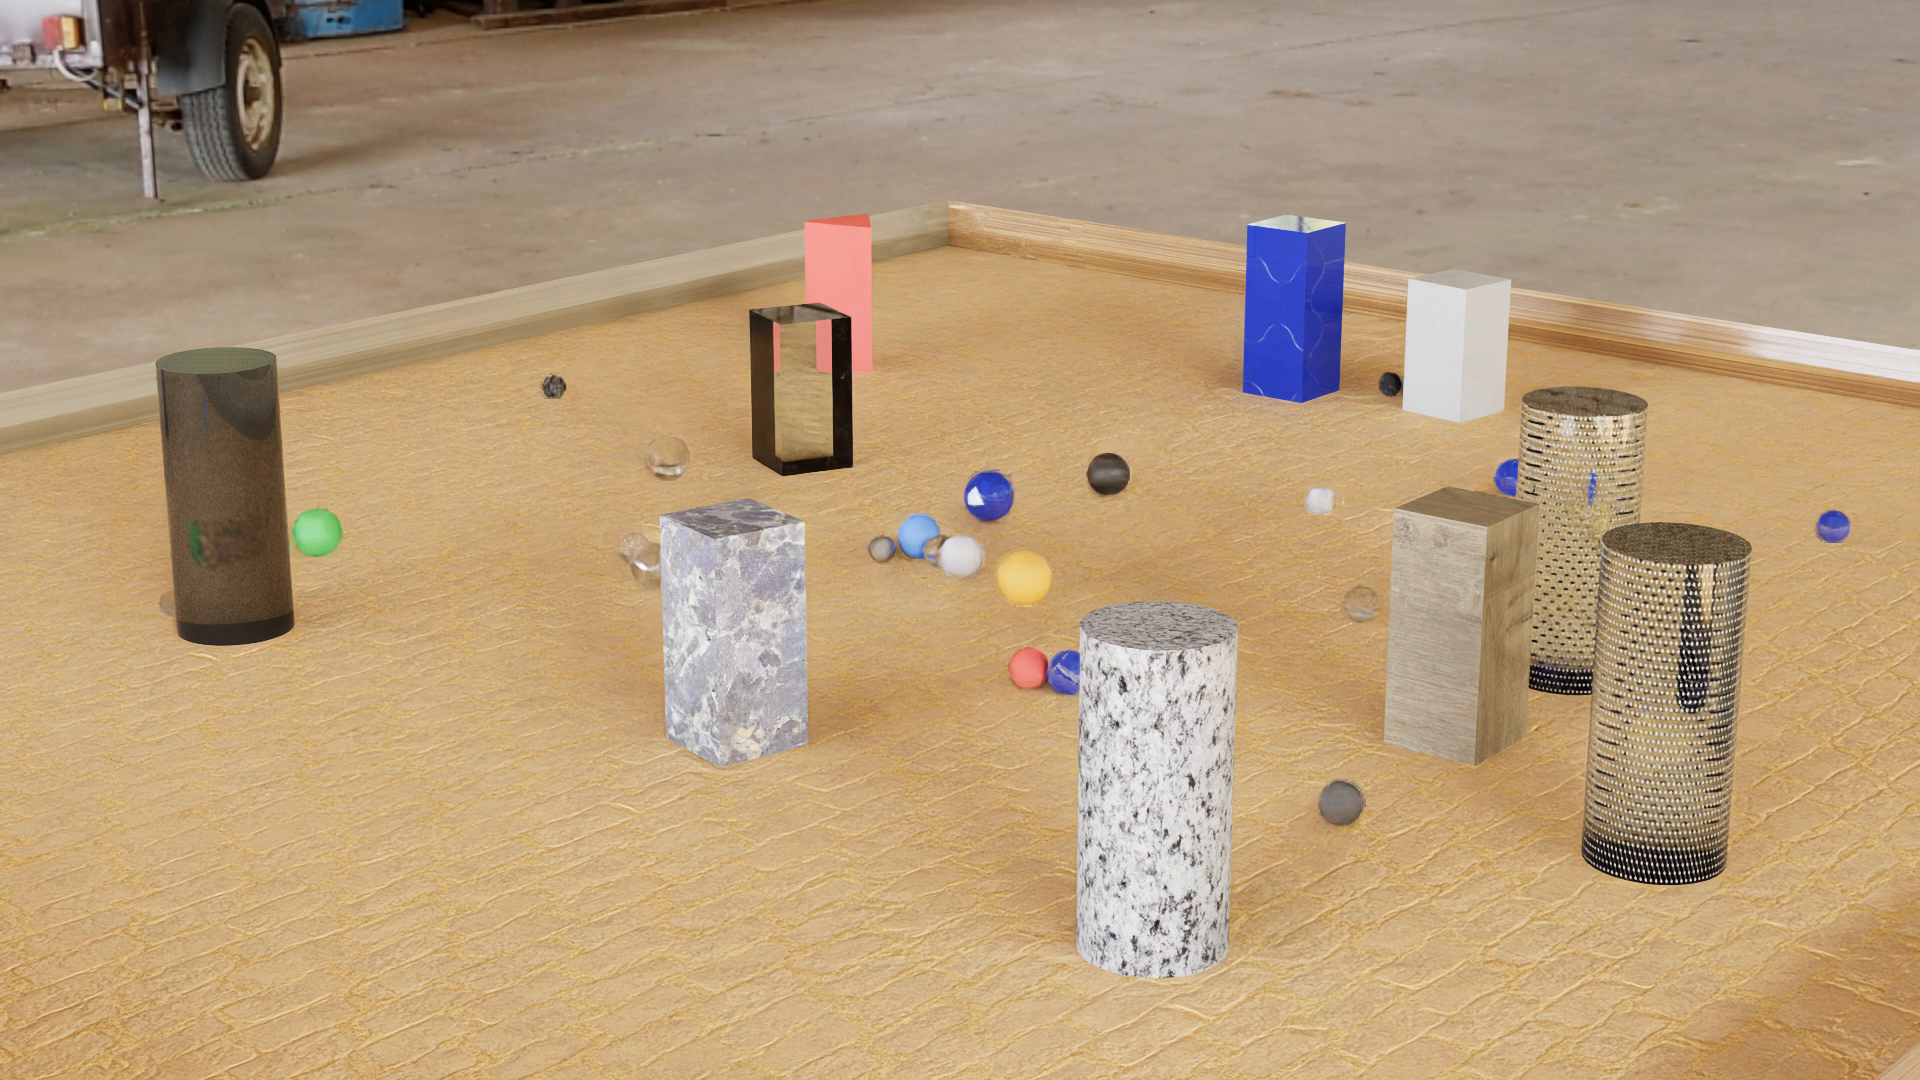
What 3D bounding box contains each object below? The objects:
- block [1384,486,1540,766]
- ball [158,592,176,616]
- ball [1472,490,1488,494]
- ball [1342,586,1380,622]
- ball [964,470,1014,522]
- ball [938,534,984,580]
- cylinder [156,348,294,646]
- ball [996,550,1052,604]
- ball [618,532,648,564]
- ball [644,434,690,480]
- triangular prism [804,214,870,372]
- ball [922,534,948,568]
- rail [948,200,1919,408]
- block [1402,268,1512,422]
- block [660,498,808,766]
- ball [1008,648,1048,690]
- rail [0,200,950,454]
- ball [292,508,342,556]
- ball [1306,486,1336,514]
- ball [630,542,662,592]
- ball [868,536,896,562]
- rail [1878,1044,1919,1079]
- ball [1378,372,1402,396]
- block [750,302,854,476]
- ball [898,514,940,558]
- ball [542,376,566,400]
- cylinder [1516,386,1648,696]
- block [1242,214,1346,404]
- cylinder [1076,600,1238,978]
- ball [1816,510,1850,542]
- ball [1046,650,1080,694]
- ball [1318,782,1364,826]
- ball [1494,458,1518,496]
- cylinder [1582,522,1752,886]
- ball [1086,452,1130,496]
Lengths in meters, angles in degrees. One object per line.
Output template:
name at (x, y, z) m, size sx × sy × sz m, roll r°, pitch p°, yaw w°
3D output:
block at (0.750, 0.127, 4.388) m, size 0.155 × 0.369 × 0.155 m, roll 13°, pitch 21°, yaw 37°
ball at (-1.338, 0.107, 4.974) m, size 0.041 × 0.041 × 0.041 m, roll 0°, pitch 17°, yaw 0°
ball at (0.953, -0.045, 5.429) m, size 0.096 × 0.096 × 0.096 m, roll 0°, pitch 17°, yaw 0°
ball at (0.681, 0.108, 4.980) m, size 0.062 × 0.062 × 0.062 m, roll 0°, pitch 17°, yaw 0°
ball at (0.056, -0.083, 5.554) m, size 0.097 × 0.097 × 0.097 m, roll 0°, pitch 17°, yaw 0°
ball at (0.003, 0.030, 5.208) m, size 0.081 × 0.081 × 0.081 m, roll 0°, pitch 17°, yaw 0°
cylinder at (-1.224, -0.074, 4.891) m, size 0.194 × 0.463 × 0.194 m, roll 0°, pitch 17°, yaw 0°
ball at (0.111, 0.064, 5.068) m, size 0.096 × 0.096 × 0.096 m, roll 0°, pitch 17°, yaw 0°
ball at (-0.588, 0.016, 5.292) m, size 0.059 × 0.059 × 0.059 m, roll 0°, pitch 17°, yaw 0°
ball at (-0.582, -0.164, 5.830) m, size 0.092 × 0.092 × 0.092 m, roll 0°, pitch 17°, yaw 0°
triangular prism at (-0.248, -0.574, 6.766) m, size 0.168 × 0.337 × 0.146 m, roll 8°, pitch 19°, yaw 25°
ball at (-0.037, 0.020, 5.278) m, size 0.060 × 0.060 × 0.060 m, roll 0°, pitch 17°, yaw 0°
rail at (1.536, -0.479, 6.814) m, size 4.199 × 0.126 × 0.045 m, roll 14°, pitch 22°, yaw 39°
block at (1.073, -0.421, 6.340) m, size 0.155 × 0.291 × 0.155 m, roll -15°, pitch 22°, yaw -41°
block at (-0.337, 0.136, 4.387) m, size 0.155 × 0.352 × 0.155 m, roll -12°, pitch 20°, yaw -34°
ball at (0.109, 0.204, 4.657) m, size 0.066 × 0.066 × 0.066 m, roll 0°, pitch 17°, yaw 0°
rail at (-1.567, -0.361, 6.423) m, size 0.045 × 0.126 × 4.734 m, roll 14°, pitch 22°, yaw 39°
ball at (-1.171, -0.014, 5.341) m, size 0.089 × 0.089 × 0.089 m, roll 0°, pitch 17°, yaw 0°
ball at (0.689, -0.076, 5.604) m, size 0.054 × 0.054 × 0.054 m, roll 0°, pitch 17°, yaw 0°
ball at (-0.536, 0.047, 5.143) m, size 0.086 × 0.086 × 0.086 m, roll 0°, pitch 17°, yaw 0°
ball at (-0.141, 0.017, 5.306) m, size 0.049 × 0.049 × 0.049 m, roll 0°, pitch 17°, yaw 0°
rail at (1.567, 0.425, 3.817) m, size 0.045 × 0.126 × 4.734 m, roll 14°, pitch 22°, yaw 39°
ball at (0.952, -0.345, 6.500) m, size 0.053 × 0.053 × 0.053 m, roll 0°, pitch 17°, yaw 0°
block at (-0.321, -0.306, 5.924) m, size 0.155 × 0.310 × 0.155 m, roll -8°, pitch 19°, yaw -25°
ball at (-0.074, -0.006, 5.330) m, size 0.079 × 0.079 × 0.079 m, roll 0°, pitch 17°, yaw 0°
ball at (-0.896, -0.337, 6.474) m, size 0.052 × 0.052 × 0.052 m, roll 0°, pitch 17°, yaw 0°
cylinder at (0.979, 0.000, 4.660) m, size 0.194 × 0.454 × 0.194 m, roll 0°, pitch 17°, yaw 0°
block at (0.739, -0.513, 6.493) m, size 0.155 × 0.379 × 0.155 m, roll 13°, pitch 21°, yaw 37°
cylinder at (0.245, 0.311, 3.673) m, size 0.194 × 0.430 × 0.194 m, roll 0°, pitch 17°, yaw 0°
ball at (1.617, -0.025, 5.426) m, size 0.061 × 0.061 × 0.061 m, roll 0°, pitch 17°, yaw 0°
ball at (0.173, 0.209, 4.631) m, size 0.072 × 0.072 × 0.072 m, roll 0°, pitch 17°, yaw 0°
ball at (0.534, 0.370, 4.113) m, size 0.063 × 0.063 × 0.063 m, roll 0°, pitch 17°, yaw 0°
ball at (1.080, -0.121, 5.720) m, size 0.075 × 0.075 × 0.075 m, roll 0°, pitch 17°, yaw 0°
cylinder at (0.948, 0.219, 3.945) m, size 0.194 × 0.449 × 0.194 m, roll 0°, pitch 17°, yaw 0°
ball at (0.290, -0.129, 5.726) m, size 0.085 × 0.085 × 0.085 m, roll 0°, pitch 17°, yaw 0°
